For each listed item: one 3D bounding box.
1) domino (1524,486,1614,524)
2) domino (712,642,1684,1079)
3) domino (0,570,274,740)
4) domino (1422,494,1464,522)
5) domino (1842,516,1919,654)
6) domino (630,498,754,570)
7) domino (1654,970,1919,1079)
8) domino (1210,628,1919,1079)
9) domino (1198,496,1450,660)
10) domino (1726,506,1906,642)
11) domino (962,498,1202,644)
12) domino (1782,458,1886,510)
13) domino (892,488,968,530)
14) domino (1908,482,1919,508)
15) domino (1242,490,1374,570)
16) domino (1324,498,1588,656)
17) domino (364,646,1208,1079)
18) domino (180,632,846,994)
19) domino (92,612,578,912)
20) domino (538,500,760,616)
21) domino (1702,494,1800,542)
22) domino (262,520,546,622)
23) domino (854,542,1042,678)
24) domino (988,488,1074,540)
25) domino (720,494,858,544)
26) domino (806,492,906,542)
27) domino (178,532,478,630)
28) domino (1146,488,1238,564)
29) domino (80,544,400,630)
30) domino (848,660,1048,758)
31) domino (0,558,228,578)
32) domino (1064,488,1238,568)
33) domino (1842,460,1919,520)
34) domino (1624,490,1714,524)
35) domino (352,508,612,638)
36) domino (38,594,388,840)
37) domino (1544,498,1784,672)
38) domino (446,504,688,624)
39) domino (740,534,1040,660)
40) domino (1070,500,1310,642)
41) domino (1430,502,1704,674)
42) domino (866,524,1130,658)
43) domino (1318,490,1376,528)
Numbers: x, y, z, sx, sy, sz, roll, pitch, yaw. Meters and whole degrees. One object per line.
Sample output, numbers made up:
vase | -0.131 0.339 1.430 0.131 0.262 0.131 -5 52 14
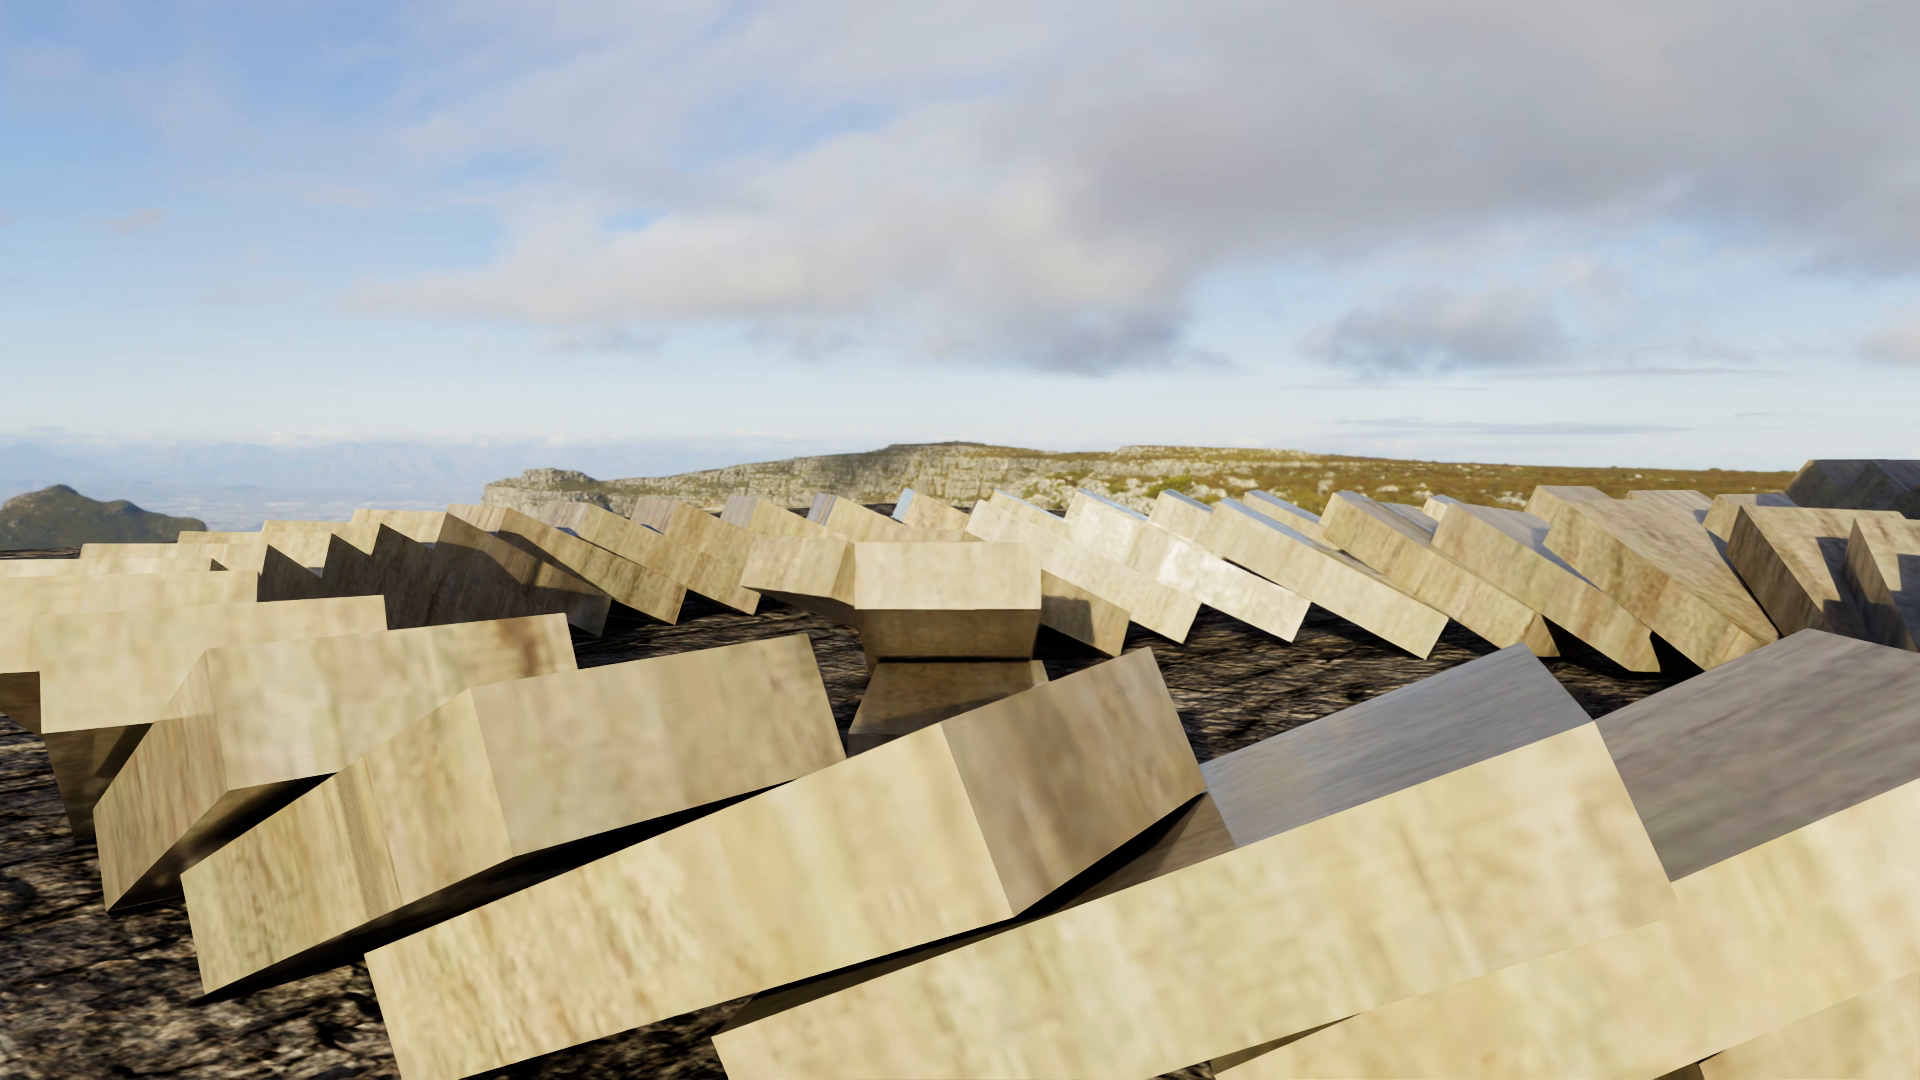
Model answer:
domino | 0.177 0.002 0.338 0.025 0.010 0.050 -1 30 -31
domino | 0.013 0.022 0.078 0.050 0.009 0.025 -25 -3 17
domino | -0.090 0.017 0.146 0.025 0.009 0.050 -2 -21 -19
domino | 0.151 0.002 0.348 0.050 0.010 0.025 27 16 24
domino | 0.142 0.014 0.176 0.025 0.009 0.050 4 31 20
domino | -0.057 0.003 0.329 0.050 0.009 0.025 26 -12 -34
domino | 0.063 0.021 0.085 0.050 0.009 0.025 -26 7 -5
domino | 0.039 0.022 0.080 0.050 0.009 0.025 -25 3 4
domino | 0.076 0.007 0.269 0.050 0.010 0.025 28 11 12
domino | 0.143 0.012 0.200 0.025 0.009 0.050 3 32 8
domino | 0.024 0.006 0.273 0.050 0.010 0.025 25 -1 -1
domino | 0.209 0.002 0.280 0.025 0.009 0.050 -2 44 -20
domino | 0.006 0.000 0.370 0.050 0.010 0.025 24 0 -10
domino | 0.216 0.004 0.251 0.025 0.009 0.050 -2 44 -20
domino | 0.105 0.000 0.369 0.050 0.009 0.025 27 13 18
domino | 0.103 0.007 0.267 0.025 0.010 0.050 3 25 -37
domino | -0.012 0.022 0.083 0.050 0.009 0.025 -26 -9 30
domino | -0.035 0.021 0.094 0.050 0.010 0.025 -28 -14 38
domino | -0.054 0.020 0.109 0.025 0.009 0.050 -4 -18 -43
domino | -0.075 0.005 0.313 0.050 0.010 0.025 27 -14 -38
domino | 0.203 0.005 0.298 0.025 0.010 0.050 -2 30 -20
domino | -0.105 0.010 0.244 0.025 0.010 0.050 1 -20 17
domino | -0.002 0.013 0.196 0.025 0.010 0.050 0 -20 -1
domino | 0.031 0.000 0.376 0.050 0.009 0.025 24 5 0
domino | -0.038 0.002 0.346 0.050 0.010 0.025 25 -8 -27
domino | -0.017 0.001 0.360 0.050 0.009 0.025 24 -4 -19
domino | -0.105 0.012 0.218 0.025 0.010 0.050 1 -20 7
domino | 0.081 0.000 0.374 0.050 0.010 0.025 26 11 13
domino | -0.105 0.013 0.194 0.025 0.010 0.050 0 -20 1
domino | 0.000 0.025 0.171 0.025 0.010 0.050 0 4 0
domino | -0.101 0.015 0.169 0.025 0.010 0.050 -1 -20 -5
domino | 0.056 0.000 0.377 0.050 0.010 0.025 25 8 8
domino | 0.213 0.003 0.266 0.025 0.009 0.050 -1 44 -19
domino | 0.192 0.003 0.319 0.025 0.010 0.050 -1 30 -23
domino | -0.099 0.008 0.268 0.025 0.010 0.050 2 -20 26
domino | -0.073 0.019 0.126 0.025 0.010 0.050 -3 -19 -33
domino | 0.130 0.010 0.222 0.025 0.010 0.050 -2 33 -23
domino | -0.090 0.006 0.292 0.025 0.010 0.050 3 -19 41
domino | -0.012 0.012 0.230 0.025 0.009 0.050 4 -15 45
domino | 0.049 0.006 0.277 0.050 0.009 0.025 25 4 11
domino | 0.119 0.009 0.248 0.025 0.009 0.050 5 24 -29
domino | 0.008 0.010 0.248 0.025 0.010 0.050 4 -16 46
domino | 0.129 0.001 0.361 0.050 0.009 0.025 28 16 24
